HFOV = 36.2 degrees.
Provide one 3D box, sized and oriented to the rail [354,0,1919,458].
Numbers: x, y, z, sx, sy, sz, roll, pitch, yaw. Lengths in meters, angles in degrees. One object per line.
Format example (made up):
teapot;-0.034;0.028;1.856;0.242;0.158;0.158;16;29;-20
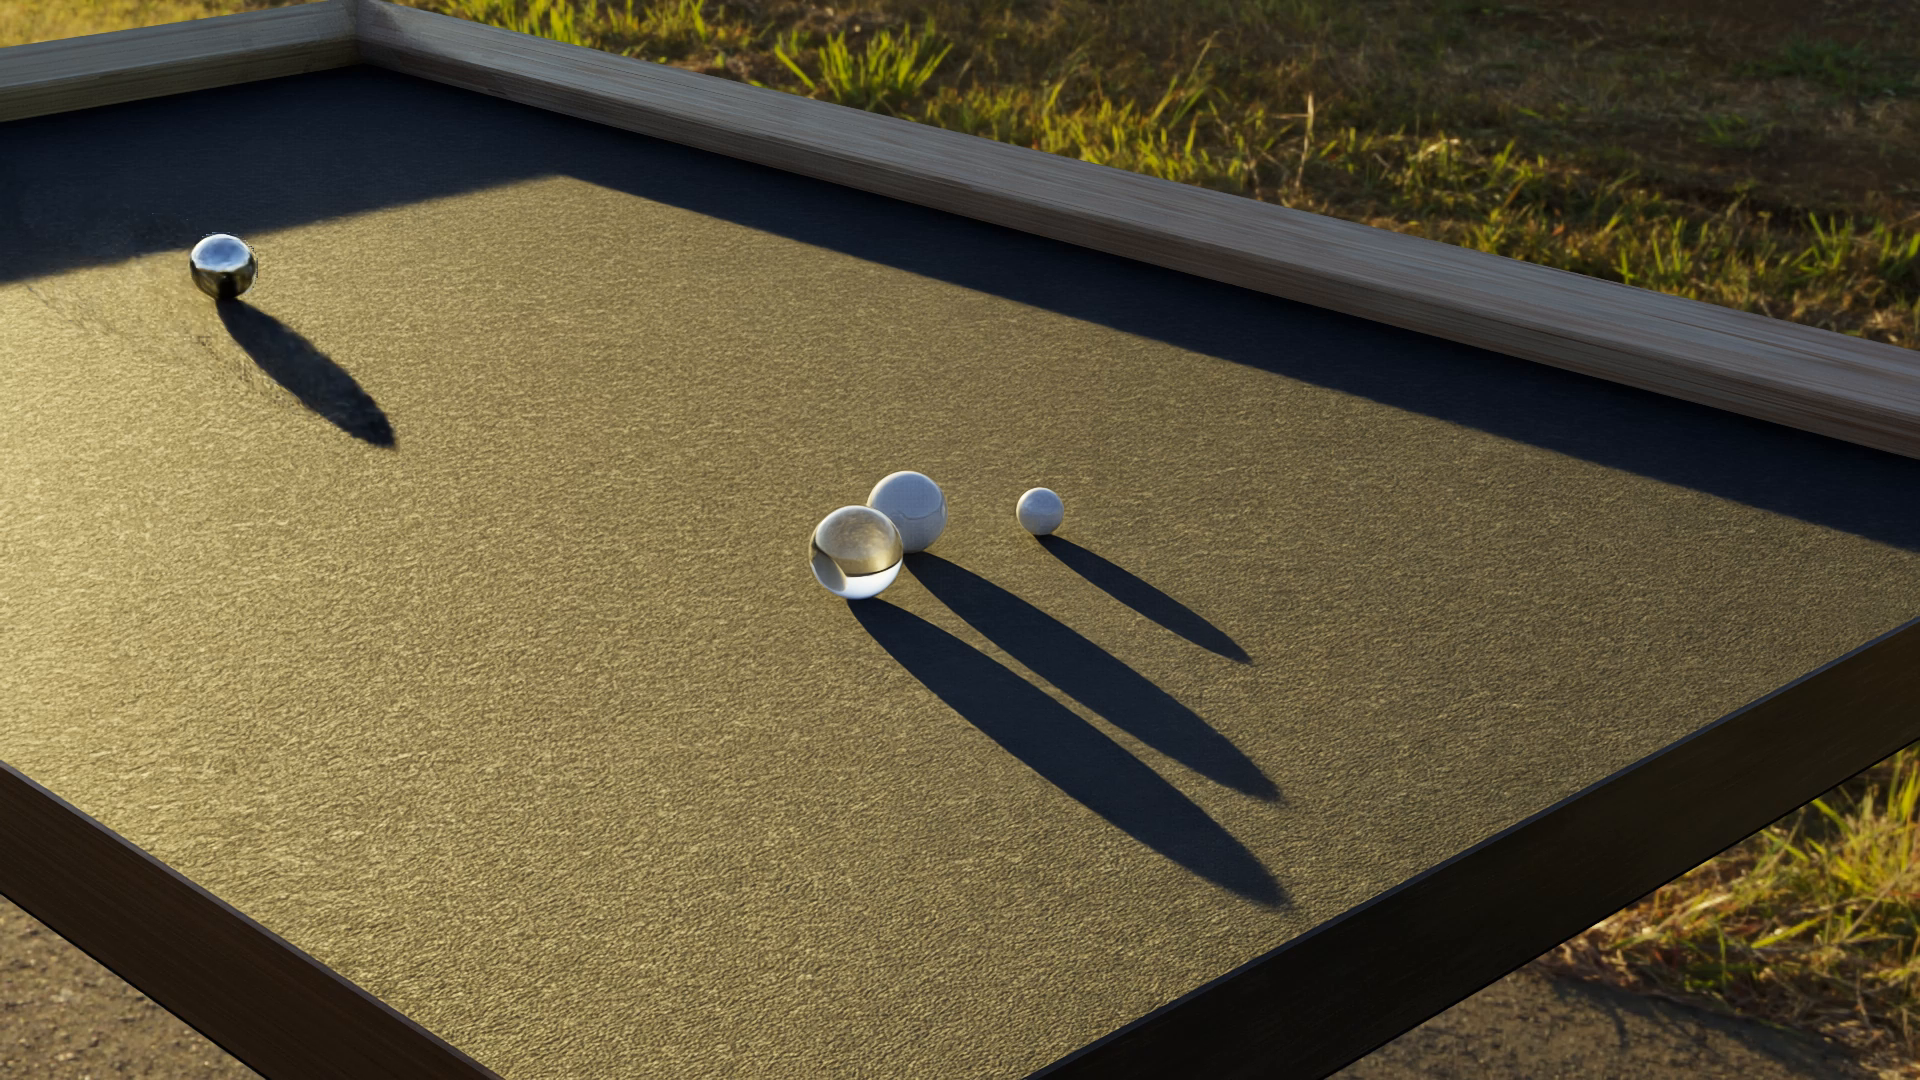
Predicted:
rail;0.099;-0.445;3.829;0.045;0.111;3.205;-19;28;-41

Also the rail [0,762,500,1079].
rail;-1.214;0.001;2.636;0.045;0.111;3.205;-19;28;-41

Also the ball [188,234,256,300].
ball;-0.896;-0.331;3.572;0.080;0.080;0.080;0;21;0

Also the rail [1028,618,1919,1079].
rail;0.541;0.175;2.171;1.876;0.111;0.045;-19;28;-41

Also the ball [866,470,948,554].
ball;-0.050;-0.026;2.760;0.078;0.078;0.078;0;21;0

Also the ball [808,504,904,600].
ball;-0.094;0.011;2.649;0.086;0.086;0.086;0;21;0

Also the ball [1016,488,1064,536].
ball;0.077;-0.027;2.808;0.046;0.046;0.046;0;21;0

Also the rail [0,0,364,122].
rail;-1.656;-0.620;4.294;1.876;0.111;0.045;-19;28;-41
